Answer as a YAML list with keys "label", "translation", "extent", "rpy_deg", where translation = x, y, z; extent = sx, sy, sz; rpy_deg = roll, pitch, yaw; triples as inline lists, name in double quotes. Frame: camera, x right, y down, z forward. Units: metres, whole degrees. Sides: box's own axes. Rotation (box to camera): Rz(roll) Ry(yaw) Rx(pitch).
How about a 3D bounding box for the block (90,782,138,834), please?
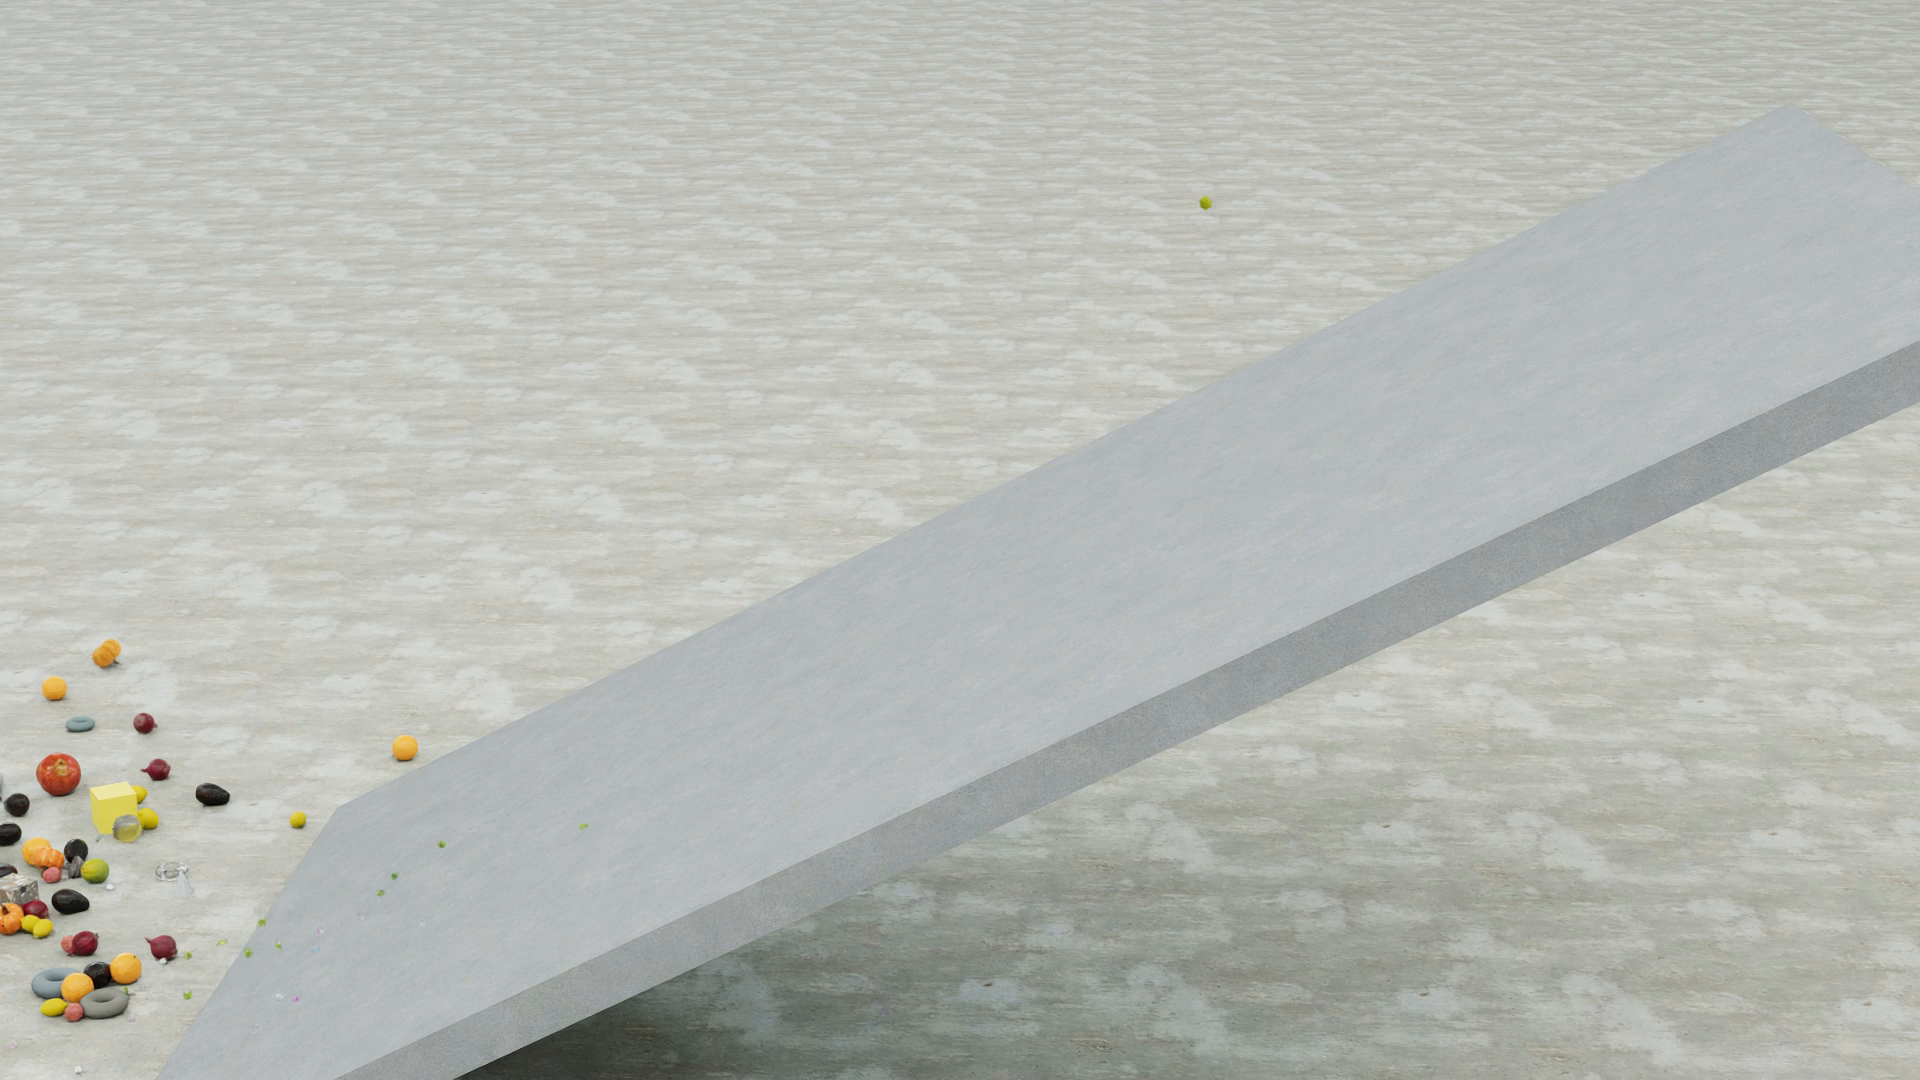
- label: "block"
  translation: [-2.209, 0.700, 7.682]
  extent: [0.097, 0.097, 0.097]
  rpy_deg: [-9, 19, -28]

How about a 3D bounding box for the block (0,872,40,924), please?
- label: "block"
  translation: [-2.300, 0.870, 7.144]
  extent: [0.084, 0.084, 0.084]
  rpy_deg: [10, 20, 30]

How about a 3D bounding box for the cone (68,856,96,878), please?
- label: "cone"
  translation: [-2.198, 0.828, 7.383]
  extent: [0.059, 0.059, 0.059]
  rpy_deg: [22, 6, -28]

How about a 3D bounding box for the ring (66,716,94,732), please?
- label: "ring"
  translation: [-2.506, 0.524, 8.378]
  extent: [0.080, 0.027, 0.080]
  rpy_deg: [1, 17, 0]

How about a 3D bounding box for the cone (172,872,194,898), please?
- label: "cone"
  translation: [-1.924, 0.845, 7.273]
  extent: [0.057, 0.057, 0.057]
  rpy_deg: [0, 17, 0]

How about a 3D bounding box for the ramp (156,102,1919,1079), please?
- label: "ramp"
  translation: [0.140, 0.167, 6.281]
  extent: [4.000, 0.100, 2.000]
  rpy_deg: [-26, 14, 10]

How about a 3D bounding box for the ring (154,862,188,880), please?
- label: "ring"
  translation: [-1.976, 0.830, 7.374]
  extent: [0.083, 0.028, 0.083]
  rpy_deg: [-1, 17, 0]

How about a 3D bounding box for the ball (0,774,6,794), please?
- label: "ball"
  translation: [-2.595, 0.653, 7.864]
  extent: [0.080, 0.080, 0.080]
  rpy_deg: [0, 17, 0]

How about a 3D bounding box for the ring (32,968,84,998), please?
- label: "ring"
  translation: [-2.069, 1.016, 6.745]
  extent: [0.118, 0.039, 0.118]
  rpy_deg: [1, 16, 0]

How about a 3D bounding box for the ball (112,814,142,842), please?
- label: "ball"
  translation: [-2.147, 0.743, 7.580]
  extent: [0.073, 0.073, 0.073]
  rpy_deg: [0, 17, 0]

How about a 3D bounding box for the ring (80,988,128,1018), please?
- label: "ring"
  translation: [-1.935, 1.047, 6.648]
  extent: [0.107, 0.036, 0.107]
  rpy_deg: [1, 18, 0]
